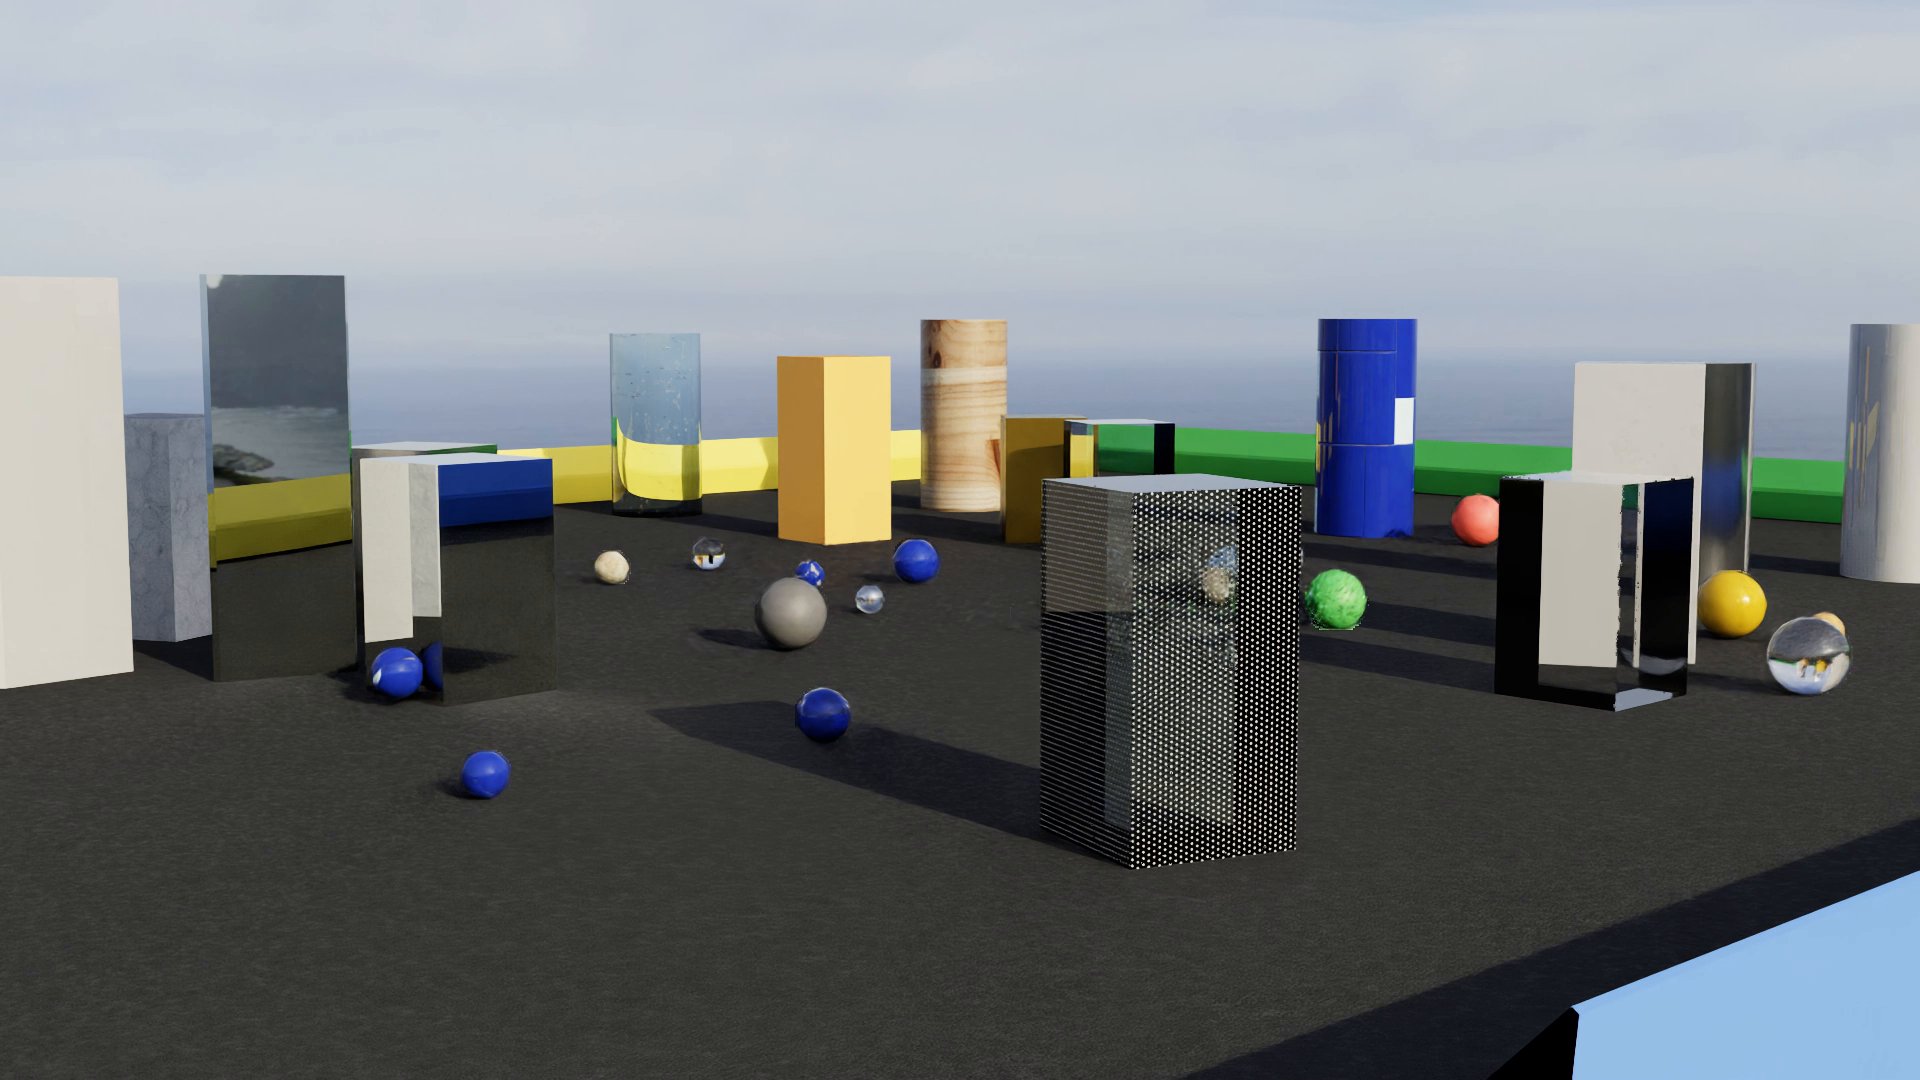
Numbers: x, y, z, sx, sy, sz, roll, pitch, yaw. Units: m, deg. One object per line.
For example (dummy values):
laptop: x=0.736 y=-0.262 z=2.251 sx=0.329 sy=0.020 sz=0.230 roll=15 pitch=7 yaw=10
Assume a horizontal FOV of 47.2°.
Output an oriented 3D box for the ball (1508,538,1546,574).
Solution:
ball: x=0.956 y=0.028 z=3.710 sx=0.061 sy=0.061 sz=0.061 roll=0 pitch=6 yaw=0

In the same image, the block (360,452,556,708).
block: x=-0.585 y=0.041 z=2.568 sx=0.157 sy=0.273 sz=0.157 roll=5 pitch=8 yaw=42

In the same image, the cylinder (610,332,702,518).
cylinder: x=-0.663 y=-0.253 z=4.796 sx=0.196 sy=0.394 sz=0.196 roll=0 pitch=6 yaw=0

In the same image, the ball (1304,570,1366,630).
ball: x=0.523 y=0.084 z=3.065 sx=0.084 sy=0.084 sz=0.084 roll=0 pitch=6 yaw=0

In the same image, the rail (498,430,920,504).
rail: x=-1.279 y=-0.111 z=4.710 sx=4.438 sy=0.127 sz=0.045 roll=-5 pitch=8 yaw=-42

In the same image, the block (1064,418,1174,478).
block: x=0.290 y=-0.097 z=4.033 sx=0.157 sy=0.241 sz=0.157 roll=-2 pitch=6 yaw=-17

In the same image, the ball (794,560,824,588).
ball: x=-0.240 y=0.057 z=3.499 sx=0.048 sy=0.048 sz=0.048 roll=0 pitch=6 yaw=0

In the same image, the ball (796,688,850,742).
ball: x=-0.141 y=0.181 z=2.272 sx=0.056 sy=0.056 sz=0.056 roll=0 pitch=6 yaw=0

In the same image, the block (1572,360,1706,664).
block: x=0.876 y=-0.041 z=2.850 sx=0.157 sy=0.377 sz=0.157 roll=2 pitch=6 yaw=18

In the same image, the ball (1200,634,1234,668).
ball: x=0.321 y=0.139 z=2.737 sx=0.042 sy=0.042 sz=0.042 roll=0 pitch=6 yaw=0

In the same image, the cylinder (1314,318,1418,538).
cylinder: x=0.809 y=-0.227 z=4.385 sx=0.196 sy=0.427 sz=0.196 roll=0 pitch=6 yaw=0

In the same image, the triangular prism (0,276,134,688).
triangular prism: x=-1.134 y=-0.077 z=2.681 sx=0.147 sy=0.483 sz=0.170 roll=5 pitch=8 yaw=39

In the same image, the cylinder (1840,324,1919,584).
cylinder: x=1.581 y=-0.149 z=3.669 sx=0.196 sy=0.421 sz=0.196 roll=0 pitch=6 yaw=0

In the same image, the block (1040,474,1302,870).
block: x=0.173 y=0.102 z=1.843 sx=0.157 sy=0.302 sz=0.157 roll=-3 pitch=7 yaw=-25

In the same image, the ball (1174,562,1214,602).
ball: x=0.359 y=0.064 z=3.365 sx=0.061 sy=0.061 sz=0.061 roll=0 pitch=6 yaw=0

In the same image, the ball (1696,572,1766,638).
ball: x=1.048 y=0.088 z=2.990 sx=0.091 sy=0.091 sz=0.091 roll=0 pitch=6 yaw=0

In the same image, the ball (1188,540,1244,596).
ball: x=0.397 y=0.045 z=3.426 sx=0.087 sy=0.087 sz=0.087 roll=0 pitch=6 yaw=0

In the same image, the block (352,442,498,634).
block: x=-0.755 y=-0.003 z=3.068 sx=0.157 sy=0.257 sz=0.157 roll=3 pitch=7 yaw=24

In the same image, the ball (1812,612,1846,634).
ball: x=1.138 y=0.119 z=2.893 sx=0.049 sy=0.049 sz=0.049 roll=0 pitch=6 yaw=0

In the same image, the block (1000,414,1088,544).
block: x=0.162 y=-0.122 z=4.283 sx=0.157 sy=0.239 sz=0.157 roll=0 pitch=6 yaw=-3

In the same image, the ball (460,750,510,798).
ball: x=-0.434 y=0.214 z=2.009 sx=0.044 sy=0.044 sz=0.044 roll=0 pitch=6 yaw=0

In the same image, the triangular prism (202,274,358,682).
triangular prism: x=-0.857 y=-0.082 z=2.718 sx=0.170 sy=0.486 sz=0.147 roll=-4 pitch=7 yaw=-31

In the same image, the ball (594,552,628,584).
ball: x=-0.567 y=0.045 z=3.577 sx=0.054 sy=0.054 sz=0.054 roll=0 pitch=6 yaw=0

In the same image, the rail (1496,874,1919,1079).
rail: x=1.279 y=0.177 z=1.953 sx=4.438 sy=0.127 sz=0.045 roll=-5 pitch=8 yaw=-42

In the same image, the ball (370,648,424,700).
ball: x=-0.634 y=0.150 z=2.478 sx=0.058 sy=0.058 sz=0.058 roll=0 pitch=6 yaw=0

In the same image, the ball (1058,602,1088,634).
ball: x=0.156 y=0.108 z=3.028 sx=0.044 sy=0.044 sz=0.044 roll=0 pitch=6 yaw=0

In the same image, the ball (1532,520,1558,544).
ball: x=1.114 y=-0.015 z=4.192 sx=0.046 sy=0.046 sz=0.046 roll=0 pitch=6 yaw=0

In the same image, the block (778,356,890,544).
block: x=-0.245 y=-0.179 z=4.274 sx=0.157 sy=0.355 sz=0.157 roll=-5 pitch=8 yaw=-39

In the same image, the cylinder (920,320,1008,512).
cylinder: x=0.009 y=-0.282 z=4.934 sx=0.196 sy=0.423 sz=0.196 roll=0 pitch=6 yaw=0

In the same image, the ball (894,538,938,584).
ball: x=-0.072 y=0.035 z=3.582 sx=0.074 sy=0.074 sz=0.074 roll=0 pitch=6 yaw=0

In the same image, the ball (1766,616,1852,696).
ball: x=0.983 y=0.135 z=2.547 sx=0.091 sy=0.091 sz=0.091 roll=0 pitch=6 yaw=0

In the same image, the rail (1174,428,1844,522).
rail: x=1.613 y=-0.122 z=4.812 sx=0.045 sy=0.127 sz=3.819 roll=-5 pitch=8 yaw=-42

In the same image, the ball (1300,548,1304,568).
ball: x=0.527 y=0.029 z=3.621 sx=0.076 sy=0.076 sz=0.076 roll=0 pitch=6 yaw=0

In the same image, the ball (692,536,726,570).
ball: x=-0.432 y=0.023 z=3.775 sx=0.057 sy=0.057 sz=0.057 roll=0 pitch=6 yaw=0

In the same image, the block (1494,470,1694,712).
block: x=0.732 y=0.054 z=2.543 sx=0.157 sy=0.253 sz=0.157 roll=-6 pitch=8 yaw=-43

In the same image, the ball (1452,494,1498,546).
ball: x=0.979 y=-0.037 z=4.156 sx=0.098 sy=0.098 sz=0.098 roll=0 pitch=6 yaw=0

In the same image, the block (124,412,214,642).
block: x=-1.104 y=-0.022 z=3.043 sx=0.157 sy=0.299 sz=0.157 roll=2 pitch=6 yaw=19

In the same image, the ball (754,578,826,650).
ball: x=-0.223 y=0.097 z=2.890 sx=0.095 sy=0.095 sz=0.095 roll=0 pitch=6 yaw=0

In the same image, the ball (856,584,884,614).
ball: x=-0.133 y=0.087 z=3.238 sx=0.042 sy=0.042 sz=0.042 roll=0 pitch=6 yaw=0

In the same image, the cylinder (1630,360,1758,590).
cylinder: x=1.139 y=-0.097 z=3.447 sx=0.196 sy=0.364 sz=0.196 roll=0 pitch=6 yaw=0
